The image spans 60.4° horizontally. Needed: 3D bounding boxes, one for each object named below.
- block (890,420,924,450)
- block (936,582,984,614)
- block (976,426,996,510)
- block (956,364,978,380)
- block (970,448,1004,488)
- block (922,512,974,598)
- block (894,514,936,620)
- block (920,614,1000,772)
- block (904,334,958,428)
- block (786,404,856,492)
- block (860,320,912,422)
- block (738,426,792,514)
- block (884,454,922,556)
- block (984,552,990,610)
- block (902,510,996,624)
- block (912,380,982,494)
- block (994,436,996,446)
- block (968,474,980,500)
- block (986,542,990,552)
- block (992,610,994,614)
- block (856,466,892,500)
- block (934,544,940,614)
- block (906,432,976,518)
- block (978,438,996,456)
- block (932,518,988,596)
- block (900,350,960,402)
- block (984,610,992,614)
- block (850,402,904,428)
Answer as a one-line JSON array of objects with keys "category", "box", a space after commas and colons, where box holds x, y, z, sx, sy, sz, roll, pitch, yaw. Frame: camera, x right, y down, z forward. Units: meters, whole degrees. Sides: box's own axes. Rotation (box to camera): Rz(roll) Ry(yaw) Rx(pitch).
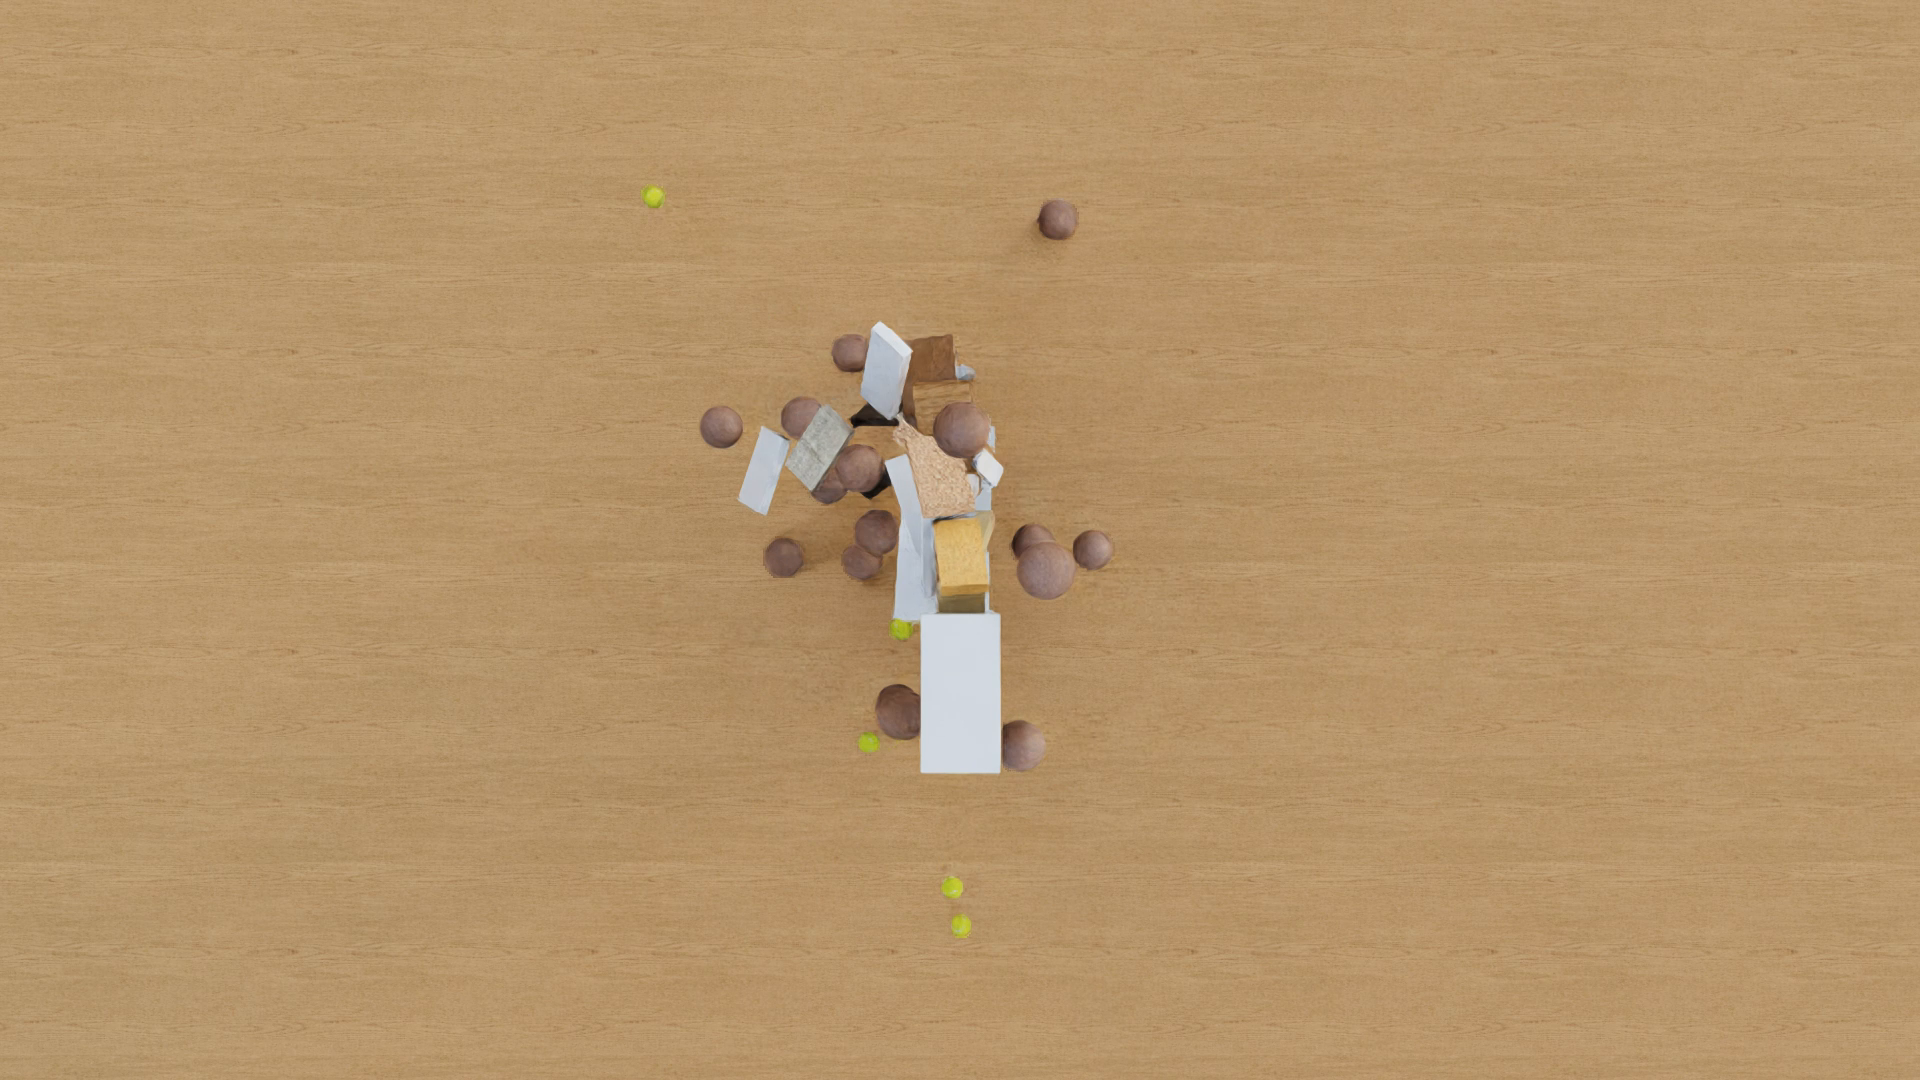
[{"category": "block", "box": [-0.123, -0.260, 4.360, 0.113, 0.016, 0.056, 36, 106, -18]}, {"category": "block", "box": [0.002, 0.156, 3.925, 0.110, 0.220, 0.031, -6, 64, -2]}, {"category": "block", "box": [0.011, -0.165, 4.750, 0.163, 0.046, 0.327, 3, 90, 0]}, {"category": "block", "box": [-0.014, -0.515, 5.275, 0.110, 0.439, 0.031, -30, 92, 6]}, {"category": "block", "box": [0.074, -0.193, 4.390, 0.016, 0.113, 0.056, 13, 69, 39]}, {"category": "block", "box": [-0.029, 0.020, 4.002, 0.125, 0.035, 0.249, -4, 120, -7]}, {"category": "block", "box": [-0.078, 0.053, 4.111, 0.148, 0.042, 0.297, 5, 95, 8]}, {"category": "block", "box": [0.001, 0.338, 3.654, 0.175, 0.049, 0.349, 0, 91, 0]}, {"category": "block", "box": [-0.085, -0.466, 4.773, 0.152, 0.604, 0.043, -8, 116, 2]}, {"category": "block", "box": [-0.393, -0.256, 4.619, 0.116, 0.033, 0.231, 46, 126, 13]}, {"category": "block", "box": [-0.200, -0.447, 4.408, 0.116, 0.360, 0.033, 44, 68, 10]}, {"category": "block", "box": [-0.576, -0.205, 4.856, 0.033, 0.116, 0.231, 11, 103, -42]}, {"category": "block", "box": [-0.085, -0.097, 4.063, 0.125, 0.035, 0.249, -20, 76, 2]}, {"category": "block", "box": [0.003, 0.195, 4.756, 0.161, 0.046, 0.321, 0, 91, 0]}, {"category": "block", "box": [-0.030, 0.067, 4.350, 0.149, 0.415, 0.042, 3, 131, 17]}, {"category": "block", "box": [-0.032, -0.270, 4.390, 0.152, 0.043, 0.303, -3, 106, 10]}, {"category": "block", "box": [0.018, -0.274, 5.026, 0.163, 0.505, 0.046, 7, 87, 0]}, {"category": "block", "box": [-0.045, -0.091, 4.265, 0.149, 0.297, 0.042, 3, 117, 8]}, {"category": "block", "box": [0.003, -0.059, 5.126, 0.175, 0.049, 0.349, 0, 90, 0]}, {"category": "block", "box": [0.005, 0.227, 4.557, 0.176, 0.353, 0.050, 7, 93, 0]}, {"category": "block", "box": [-0.226, -0.162, 4.592, 0.113, 0.016, 0.056, -34, 134, 13]}, {"category": "block", "box": [-0.005, 0.085, 4.004, 0.110, 0.031, 0.229, -5, 120, -6]}, {"category": "block", "box": [-0.049, -0.157, 3.973, 0.125, 0.035, 0.249, -8, 46, -8]}, {"category": "block", "box": [0.011, -0.254, 4.572, 0.152, 0.303, 0.043, 31, 102, -1]}, {"category": "block", "box": [0.001, 0.038, 3.865, 0.110, 0.220, 0.031, -4, 135, -4]}, {"category": "block", "box": [-0.110, -0.509, 5.050, 0.110, 0.031, 0.220, 30, 74, 25]}, {"category": "block", "box": [0.001, 0.363, 4.355, 0.176, 0.050, 0.353, -1, 90, 0]}, {"category": "block", "box": [-0.233, -0.399, 5.143, 0.110, 0.220, 0.031, -47, 121, -33]}]
